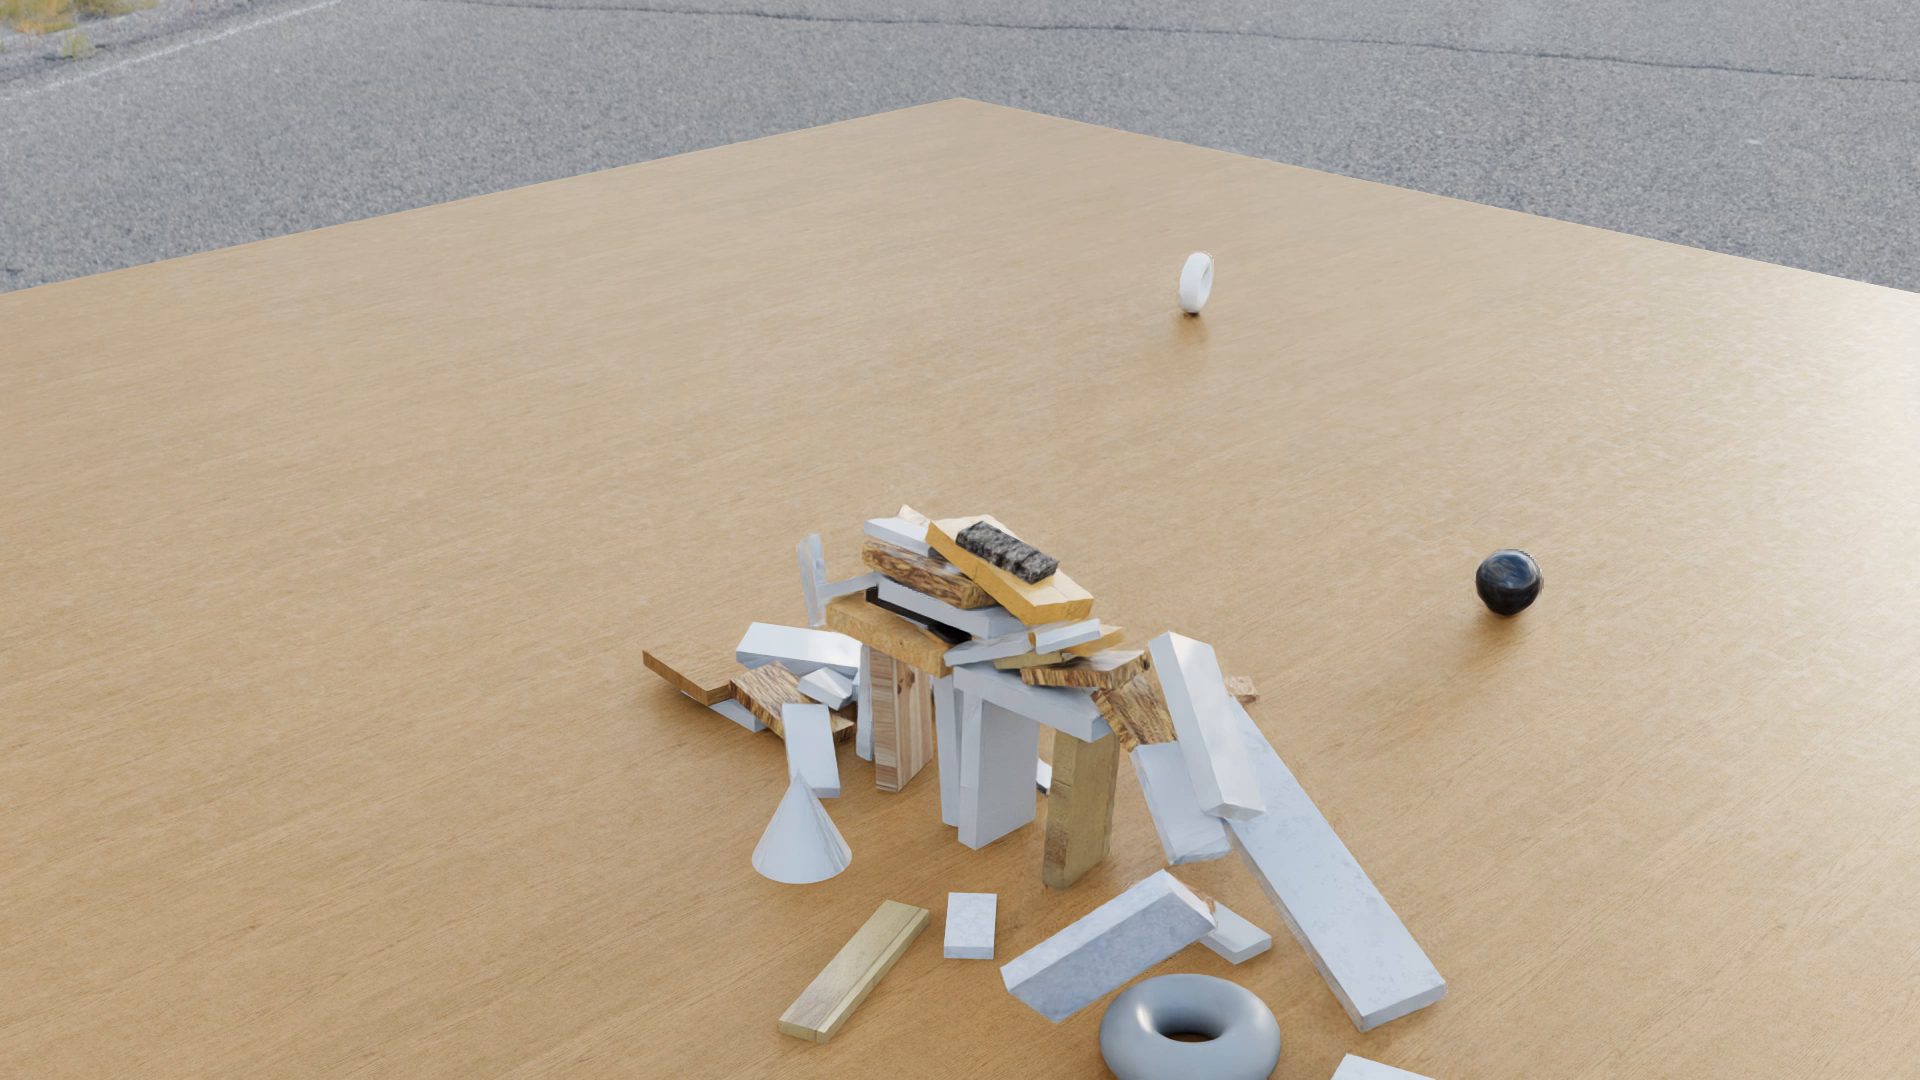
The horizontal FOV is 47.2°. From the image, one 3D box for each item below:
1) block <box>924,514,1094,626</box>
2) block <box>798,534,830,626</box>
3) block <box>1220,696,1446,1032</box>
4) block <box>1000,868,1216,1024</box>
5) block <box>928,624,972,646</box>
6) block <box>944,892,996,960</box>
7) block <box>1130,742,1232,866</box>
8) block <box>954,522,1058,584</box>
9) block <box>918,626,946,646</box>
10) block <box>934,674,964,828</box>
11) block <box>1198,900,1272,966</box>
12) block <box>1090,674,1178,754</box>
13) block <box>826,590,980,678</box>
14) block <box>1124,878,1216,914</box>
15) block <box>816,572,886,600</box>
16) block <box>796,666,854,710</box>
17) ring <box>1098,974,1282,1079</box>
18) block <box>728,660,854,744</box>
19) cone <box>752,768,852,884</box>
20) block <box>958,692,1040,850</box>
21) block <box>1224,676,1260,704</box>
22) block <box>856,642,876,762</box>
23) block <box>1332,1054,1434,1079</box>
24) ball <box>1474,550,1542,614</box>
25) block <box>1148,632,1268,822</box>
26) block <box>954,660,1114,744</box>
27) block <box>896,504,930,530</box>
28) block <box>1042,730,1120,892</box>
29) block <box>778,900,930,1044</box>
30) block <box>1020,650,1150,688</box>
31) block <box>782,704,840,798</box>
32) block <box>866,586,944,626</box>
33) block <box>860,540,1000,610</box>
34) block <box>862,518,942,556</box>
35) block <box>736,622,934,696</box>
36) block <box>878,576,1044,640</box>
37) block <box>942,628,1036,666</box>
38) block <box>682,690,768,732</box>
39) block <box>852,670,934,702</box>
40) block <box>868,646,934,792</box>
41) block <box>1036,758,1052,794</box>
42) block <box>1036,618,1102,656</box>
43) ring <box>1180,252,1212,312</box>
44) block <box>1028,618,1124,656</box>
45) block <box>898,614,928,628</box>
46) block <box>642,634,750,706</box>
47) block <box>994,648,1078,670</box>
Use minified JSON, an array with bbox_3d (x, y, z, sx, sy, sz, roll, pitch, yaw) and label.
[{"bbox_3d":[0.092,0.054,4.192,0.153,0.043,0.324,-6,33,-40],"label":"block"},{"bbox_3d":[-0.303,0.086,4.597,0.025,0.179,0.090,-7,-9,-18],"label":"block"},{"bbox_3d":[0.612,0.575,4.043,0.164,0.047,0.765,-18,43,-15],"label":"block"},{"bbox_3d":[0.248,0.683,3.683,0.328,0.164,0.047,-34,46,13],"label":"block"},{"bbox_3d":[-0.021,0.179,4.281,0.047,0.013,0.094,-13,23,-26],"label":"block"},{"bbox_3d":[0.020,0.710,4.054,0.090,0.025,0.179,1,23,3],"label":"block"},{"bbox_3d":[0.391,0.466,3.914,0.111,0.031,0.222,-4,58,-24],"label":"block"},{"bbox_3d":[0.089,0.023,4.173,0.179,0.025,0.090,28,27,23],"label":"block"},{"bbox_3d":[-0.039,0.181,4.318,0.047,0.013,0.094,-13,25,-28],"label":"block"},{"bbox_3d":[0.027,0.388,4.409,0.048,0.339,0.170,13,26,37],"label":"block"},{"bbox_3d":[0.477,0.715,4.044,0.090,0.025,0.180,-16,28,-33],"label":"block"},{"bbox_3d":[0.343,0.351,4.022,0.111,0.031,0.222,-23,75,-42],"label":"block"},{"bbox_3d":[-0.094,0.176,4.411,0.170,0.048,0.339,-21,30,-40],"label":"block"},{"bbox_3d":[0.390,0.668,4.098,0.090,0.025,0.180,-13,13,-23],"label":"block"},{"bbox_3d":[-0.189,0.084,4.449,0.194,0.028,0.097,-15,-2,39],"label":"block"},{"bbox_3d":[-0.283,0.326,4.830,0.102,0.029,0.203,26,8,8],"label":"block"},{"bbox_3d":[0.384,0.832,3.673,0.303,0.101,0.303,-1,22,0],"label":"ring"},{"bbox_3d":[-0.368,0.365,4.776,0.133,0.038,0.266,-21,43,-39],"label":"block"},{"bbox_3d":[-0.309,0.530,4.262,0.196,0.196,0.196,0,23,0],"label":"cone"},{"bbox_3d":[0.079,0.425,4.322,0.170,0.340,0.048,-21,34,-41],"label":"block"},{"bbox_3d":[0.570,0.341,4.925,0.180,0.026,0.090,-3,23,-7],"label":"block"},{"bbox_3d":[-0.140,0.299,4.642,0.155,0.310,0.044,-14,26,-41],"label":"block"},{"bbox_3d":[0.704,0.901,3.604,0.179,0.025,0.090,12,26,26],"label":"block"},{"bbox_3d":[1.325,0.103,5.320,0.156,0.156,0.156,0,23,0],"label":"ball"},{"bbox_3d":[0.442,0.334,3.929,0.047,0.329,0.164,-29,-26,27],"label":"block"},{"bbox_3d":[0.170,0.280,4.162,0.340,0.048,0.170,19,30,39],"label":"block"},{"bbox_3d":[-0.111,0.002,4.859,0.102,0.029,0.209,31,29,-5],"label":"block"},{"bbox_3d":[0.234,0.482,4.186,0.048,0.340,0.170,20,29,30],"label":"block"},{"bbox_3d":[-0.183,0.765,3.925,0.090,0.025,0.417,10,25,22],"label":"block"},{"bbox_3d":[0.231,0.238,4.075,0.222,0.031,0.111,-2,15,46],"label":"block"},{"bbox_3d":[-0.314,0.440,4.611,0.097,0.028,0.278,1,33,-11],"label":"block"},{"bbox_3d":[-0.087,0.125,4.365,0.097,0.028,0.194,-12,22,-42],"label":"block"},{"bbox_3d":[-0.037,0.061,4.284,0.153,0.043,0.306,-7,20,-41],"label":"block"},{"bbox_3d":[-0.097,-0.006,4.361,0.179,0.025,0.090,20,17,39],"label":"block"},{"bbox_3d":[-0.192,0.278,4.998,0.616,0.044,0.155,7,24,7],"label":"block"},{"bbox_3d":[0.001,0.119,4.276,0.153,0.043,0.306,-12,22,-43],"label":"block"},{"bbox_3d":[0.066,0.204,4.189,0.178,0.025,0.089,-11,9,32],"label":"block"},{"bbox_3d":[-0.488,0.345,4.899,0.133,0.038,0.266,-20,30,-39],"label":"block"},{"bbox_3d":[-0.126,0.271,4.911,0.155,0.044,0.310,9,29,10],"label":"block"},{"bbox_3d":[-0.120,0.331,4.545,0.048,0.339,0.170,8,24,24],"label":"block"},{"bbox_3d":[0.169,0.491,4.581,0.060,0.017,0.120,-14,27,-30],"label":"block"},{"bbox_3d":[0.196,0.176,3.989,0.120,0.017,0.060,-16,17,8],"label":"block"},{"bbox_3d":[0.813,-0.887,7.579,0.070,0.210,0.210,13,26,21],"label":"ring"},{"bbox_3d":[0.214,0.178,4.054,0.089,0.025,0.177,-20,16,-30],"label":"block"},{"bbox_3d":[-0.079,0.151,4.361,0.047,0.013,0.094,-15,23,-32],"label":"block"},{"bbox_3d":[-0.584,0.290,4.931,0.133,0.038,0.266,-18,29,-35],"label":"block"},{"bbox_3d":[0.156,0.212,4.137,0.177,0.025,0.089,-11,9,45],"label":"block"}]
